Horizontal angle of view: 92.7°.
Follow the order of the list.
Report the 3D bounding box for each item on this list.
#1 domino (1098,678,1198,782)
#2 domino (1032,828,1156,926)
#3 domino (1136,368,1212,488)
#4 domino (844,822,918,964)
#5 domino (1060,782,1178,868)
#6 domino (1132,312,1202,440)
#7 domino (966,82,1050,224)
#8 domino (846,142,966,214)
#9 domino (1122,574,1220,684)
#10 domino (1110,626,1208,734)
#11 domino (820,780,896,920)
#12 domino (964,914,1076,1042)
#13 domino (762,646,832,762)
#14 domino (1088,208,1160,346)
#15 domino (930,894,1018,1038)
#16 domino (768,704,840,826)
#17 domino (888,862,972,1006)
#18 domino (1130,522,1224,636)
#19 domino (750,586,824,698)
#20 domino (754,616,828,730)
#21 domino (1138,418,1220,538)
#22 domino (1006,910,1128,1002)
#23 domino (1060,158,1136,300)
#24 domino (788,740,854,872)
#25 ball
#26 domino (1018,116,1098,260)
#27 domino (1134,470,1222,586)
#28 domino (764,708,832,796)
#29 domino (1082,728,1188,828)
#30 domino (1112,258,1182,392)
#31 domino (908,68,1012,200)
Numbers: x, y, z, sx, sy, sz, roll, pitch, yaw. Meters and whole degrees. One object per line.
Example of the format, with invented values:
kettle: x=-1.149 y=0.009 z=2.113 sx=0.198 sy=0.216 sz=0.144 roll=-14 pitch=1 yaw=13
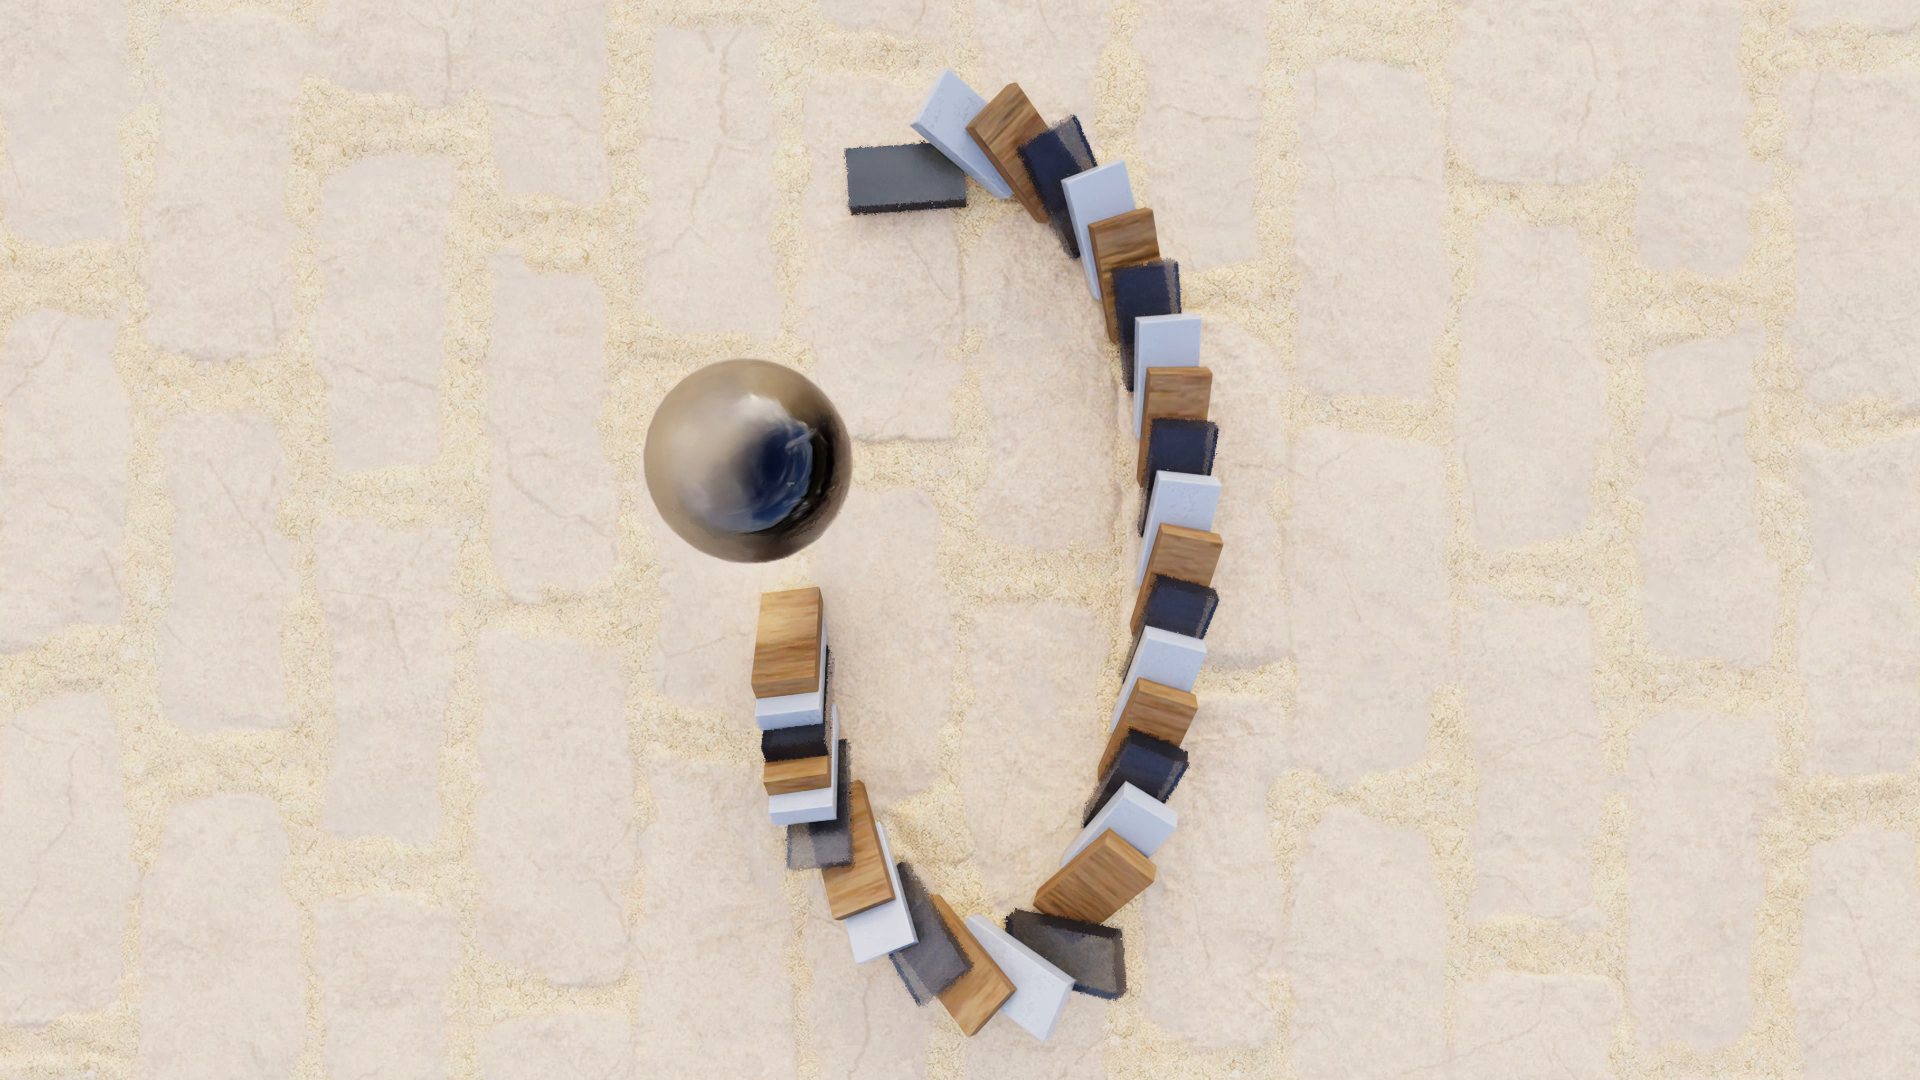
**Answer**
domino: x=0.078 y=0.084 z=0.385 sx=0.025 sy=0.009 sz=0.050 roll=17 pitch=116 yaw=0
domino: x=0.056 y=0.145 z=0.384 sx=0.025 sy=0.010 sz=0.050 roll=38 pitch=118 yaw=0
domino: x=0.089 y=-0.047 z=0.384 sx=0.025 sy=0.010 sz=0.050 roll=0 pitch=117 yaw=0
domino: x=-0.037 y=0.148 z=0.384 sx=0.025 sy=0.010 sz=0.050 roll=-21 pitch=62 yaw=0
domino: x=0.066 y=0.126 z=0.384 sx=0.025 sy=0.010 sz=0.050 roll=31 pitch=119 yaw=0
domino: x=0.086 y=-0.068 z=0.384 sx=0.025 sy=0.009 sz=0.050 roll=-5 pitch=117 yaw=0
domino: x=0.028 y=-0.161 z=0.384 sx=0.025 sy=0.009 sz=0.050 roll=-46 pitch=119 yaw=0
domino: x=-0.023 y=-0.156 z=0.395 sx=0.050 sy=0.010 sz=0.025 roll=-4 pitch=90 yaw=0
domino: x=0.087 y=0.041 z=0.385 sx=0.025 sy=0.010 sz=0.050 roll=14 pitch=117 yaw=0
domino: x=0.083 y=0.062 z=0.385 sx=0.025 sy=0.010 sz=0.050 roll=14 pitch=116 yaw=0
domino: x=-0.046 y=0.129 z=0.384 sx=0.025 sy=0.010 sz=0.050 roll=-21 pitch=62 yaw=0
domino: x=0.021 y=0.182 z=0.383 sx=0.050 sy=0.010 sz=0.025 roll=23 pitch=91 yaw=31
domino: x=-0.066 y=0.067 z=0.378 sx=0.025 sy=0.050 sz=0.009 roll=-7 pitch=132 yaw=0
domino: x=0.071 y=-0.110 z=0.384 sx=0.025 sy=0.010 sz=0.050 roll=-17 pitch=117 yaw=0
domino: x=-0.003 y=0.177 z=0.383 sx=0.025 sy=0.009 sz=0.050 roll=-48 pitch=60 yaw=0
domino: x=-0.064 y=0.092 z=0.378 sx=0.025 sy=0.050 sz=0.010 roll=-7 pitch=132 yaw=0
domino: x=-0.020 y=0.164 z=0.384 sx=0.025 sy=0.009 sz=0.050 roll=-39 pitch=61 yaw=0
domino: x=0.090 y=0.019 z=0.385 sx=0.025 sy=0.009 sz=0.050 roll=11 pitch=117 yaw=0
domino: x=-0.071 y=0.041 z=0.378 sx=0.025 sy=0.050 sz=0.010 roll=-7 pitch=132 yaw=0
domino: x=-0.069 y=0.054 z=0.378 sx=0.025 sy=0.050 sz=0.010 roll=-7 pitch=132 yaw=0
domino: x=0.091 y=-0.025 z=0.384 sx=0.025 sy=0.010 sz=0.050 roll=3 pitch=117 yaw=0
domino: x=0.044 y=0.172 z=0.382 sx=0.050 sy=0.010 sz=0.025 roll=-5 pitch=91 yaw=35
domino: x=0.062 y=-0.130 z=0.384 sx=0.025 sy=0.009 sz=0.050 roll=-21 pitch=117 yaw=0
domino: x=-0.059 y=0.110 z=0.384 sx=0.025 sy=0.009 sz=0.050 roll=-6 pitch=61 yaw=1
ball: x=-0.082 y=-0.031 z=0.360 sx=0.080 sy=0.080 sz=0.080 roll=0 pitch=90 yaw=0
domino: x=0.047 y=-0.147 z=0.384 sx=0.025 sy=0.010 sz=0.050 roll=-32 pitch=118 yaw=0
domino: x=0.091 y=-0.003 z=0.384 sx=0.025 sy=0.010 sz=0.050 roll=6 pitch=117 yaw=0
domino: x=-0.066 y=0.080 z=0.378 sx=0.025 sy=0.050 sz=0.009 roll=-8 pitch=132 yaw=-1
domino: x=0.073 y=0.105 z=0.384 sx=0.025 sy=0.010 sz=0.050 roll=22 pitch=117 yaw=0
domino: x=0.080 y=-0.090 z=0.384 sx=0.025 sy=0.010 sz=0.050 roll=-12 pitch=117 yaw=0
domino: x=0.006 y=-0.169 z=0.384 sx=0.050 sy=0.009 sz=0.025 roll=30 pitch=90 yaw=-29
